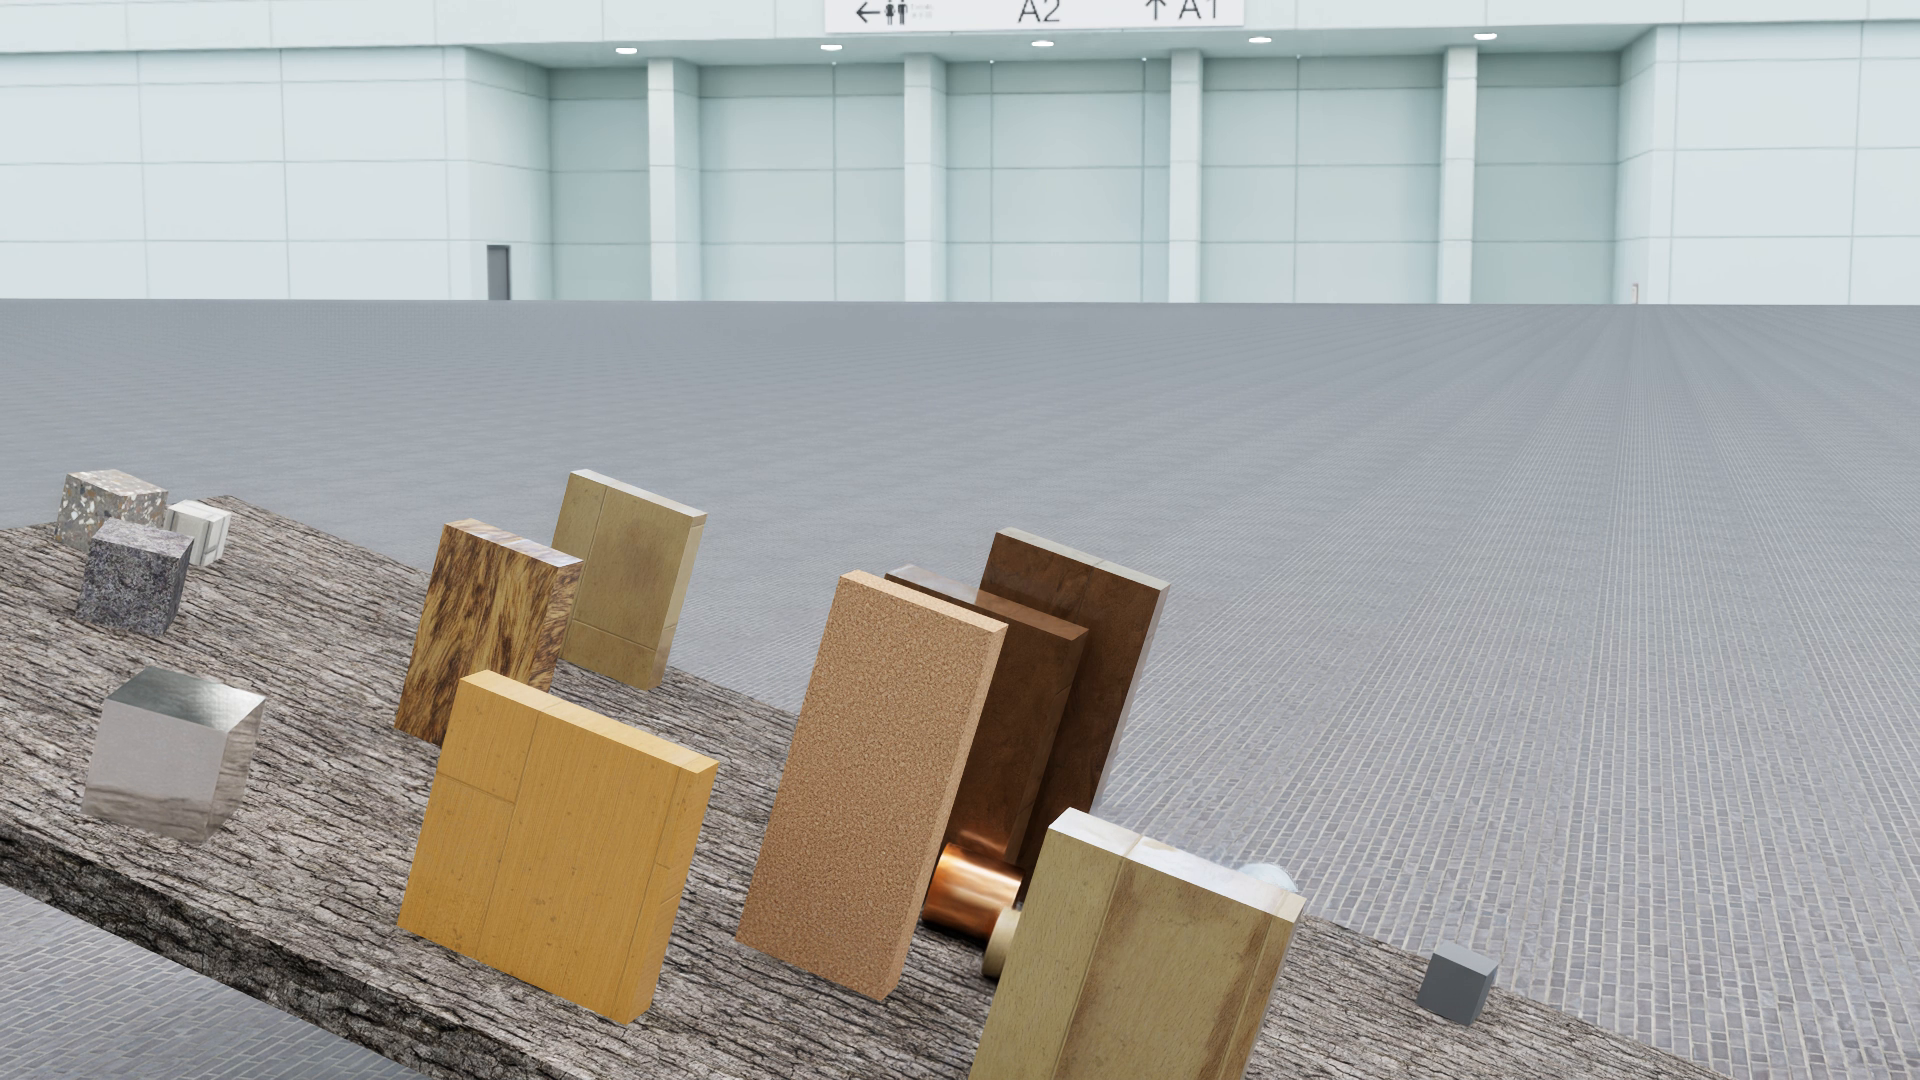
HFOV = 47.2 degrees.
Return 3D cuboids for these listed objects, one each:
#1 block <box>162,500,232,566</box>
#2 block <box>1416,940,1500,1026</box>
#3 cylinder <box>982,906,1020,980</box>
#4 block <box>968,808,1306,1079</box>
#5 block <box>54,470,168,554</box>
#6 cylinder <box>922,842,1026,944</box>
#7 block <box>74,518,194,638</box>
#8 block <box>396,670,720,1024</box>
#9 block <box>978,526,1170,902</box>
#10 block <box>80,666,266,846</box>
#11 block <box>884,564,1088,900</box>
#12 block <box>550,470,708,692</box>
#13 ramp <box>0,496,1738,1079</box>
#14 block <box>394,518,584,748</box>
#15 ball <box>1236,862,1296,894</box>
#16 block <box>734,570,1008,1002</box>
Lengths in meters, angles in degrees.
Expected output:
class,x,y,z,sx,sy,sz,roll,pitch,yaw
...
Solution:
class,x,y,z,sx,sy,sz,roll,pitch,yaw
block,-1.767,-0.016,5.077,0.110,0.110,0.110,17,12,-1
block,1.041,0.927,4.601,0.117,0.117,0.117,22,13,23
cylinder,0.122,0.760,4.060,0.129,0.129,0.129,19,10,10
block,0.282,0.735,3.554,0.411,0.468,0.140,20,12,14
block,-1.912,-0.057,4.954,0.154,0.154,0.154,20,12,17
cylinder,0.028,0.682,4.221,0.158,0.158,0.158,18,9,7
block,-1.710,0.076,4.563,0.174,0.174,0.174,14,12,-13
block,-0.644,0.486,3.504,0.424,0.432,0.087,20,12,14
block,0.149,0.368,4.488,0.353,0.708,0.103,20,12,14
block,-1.322,0.360,3.704,0.205,0.205,0.205,16,12,-4
block,-0.030,0.400,4.365,0.392,0.597,0.141,20,12,14
block,-0.803,0.092,5.133,0.322,0.430,0.083,20,12,14
ramp,-0.365,0.698,4.231,4.000,0.100,2.000,20,12,14
block,-0.941,0.208,4.381,0.258,0.435,0.106,20,12,14
ball,0.642,0.767,4.693,0.155,0.155,0.155,0,7,0
block,-0.158,0.426,3.827,0.287,0.689,0.088,20,12,14
